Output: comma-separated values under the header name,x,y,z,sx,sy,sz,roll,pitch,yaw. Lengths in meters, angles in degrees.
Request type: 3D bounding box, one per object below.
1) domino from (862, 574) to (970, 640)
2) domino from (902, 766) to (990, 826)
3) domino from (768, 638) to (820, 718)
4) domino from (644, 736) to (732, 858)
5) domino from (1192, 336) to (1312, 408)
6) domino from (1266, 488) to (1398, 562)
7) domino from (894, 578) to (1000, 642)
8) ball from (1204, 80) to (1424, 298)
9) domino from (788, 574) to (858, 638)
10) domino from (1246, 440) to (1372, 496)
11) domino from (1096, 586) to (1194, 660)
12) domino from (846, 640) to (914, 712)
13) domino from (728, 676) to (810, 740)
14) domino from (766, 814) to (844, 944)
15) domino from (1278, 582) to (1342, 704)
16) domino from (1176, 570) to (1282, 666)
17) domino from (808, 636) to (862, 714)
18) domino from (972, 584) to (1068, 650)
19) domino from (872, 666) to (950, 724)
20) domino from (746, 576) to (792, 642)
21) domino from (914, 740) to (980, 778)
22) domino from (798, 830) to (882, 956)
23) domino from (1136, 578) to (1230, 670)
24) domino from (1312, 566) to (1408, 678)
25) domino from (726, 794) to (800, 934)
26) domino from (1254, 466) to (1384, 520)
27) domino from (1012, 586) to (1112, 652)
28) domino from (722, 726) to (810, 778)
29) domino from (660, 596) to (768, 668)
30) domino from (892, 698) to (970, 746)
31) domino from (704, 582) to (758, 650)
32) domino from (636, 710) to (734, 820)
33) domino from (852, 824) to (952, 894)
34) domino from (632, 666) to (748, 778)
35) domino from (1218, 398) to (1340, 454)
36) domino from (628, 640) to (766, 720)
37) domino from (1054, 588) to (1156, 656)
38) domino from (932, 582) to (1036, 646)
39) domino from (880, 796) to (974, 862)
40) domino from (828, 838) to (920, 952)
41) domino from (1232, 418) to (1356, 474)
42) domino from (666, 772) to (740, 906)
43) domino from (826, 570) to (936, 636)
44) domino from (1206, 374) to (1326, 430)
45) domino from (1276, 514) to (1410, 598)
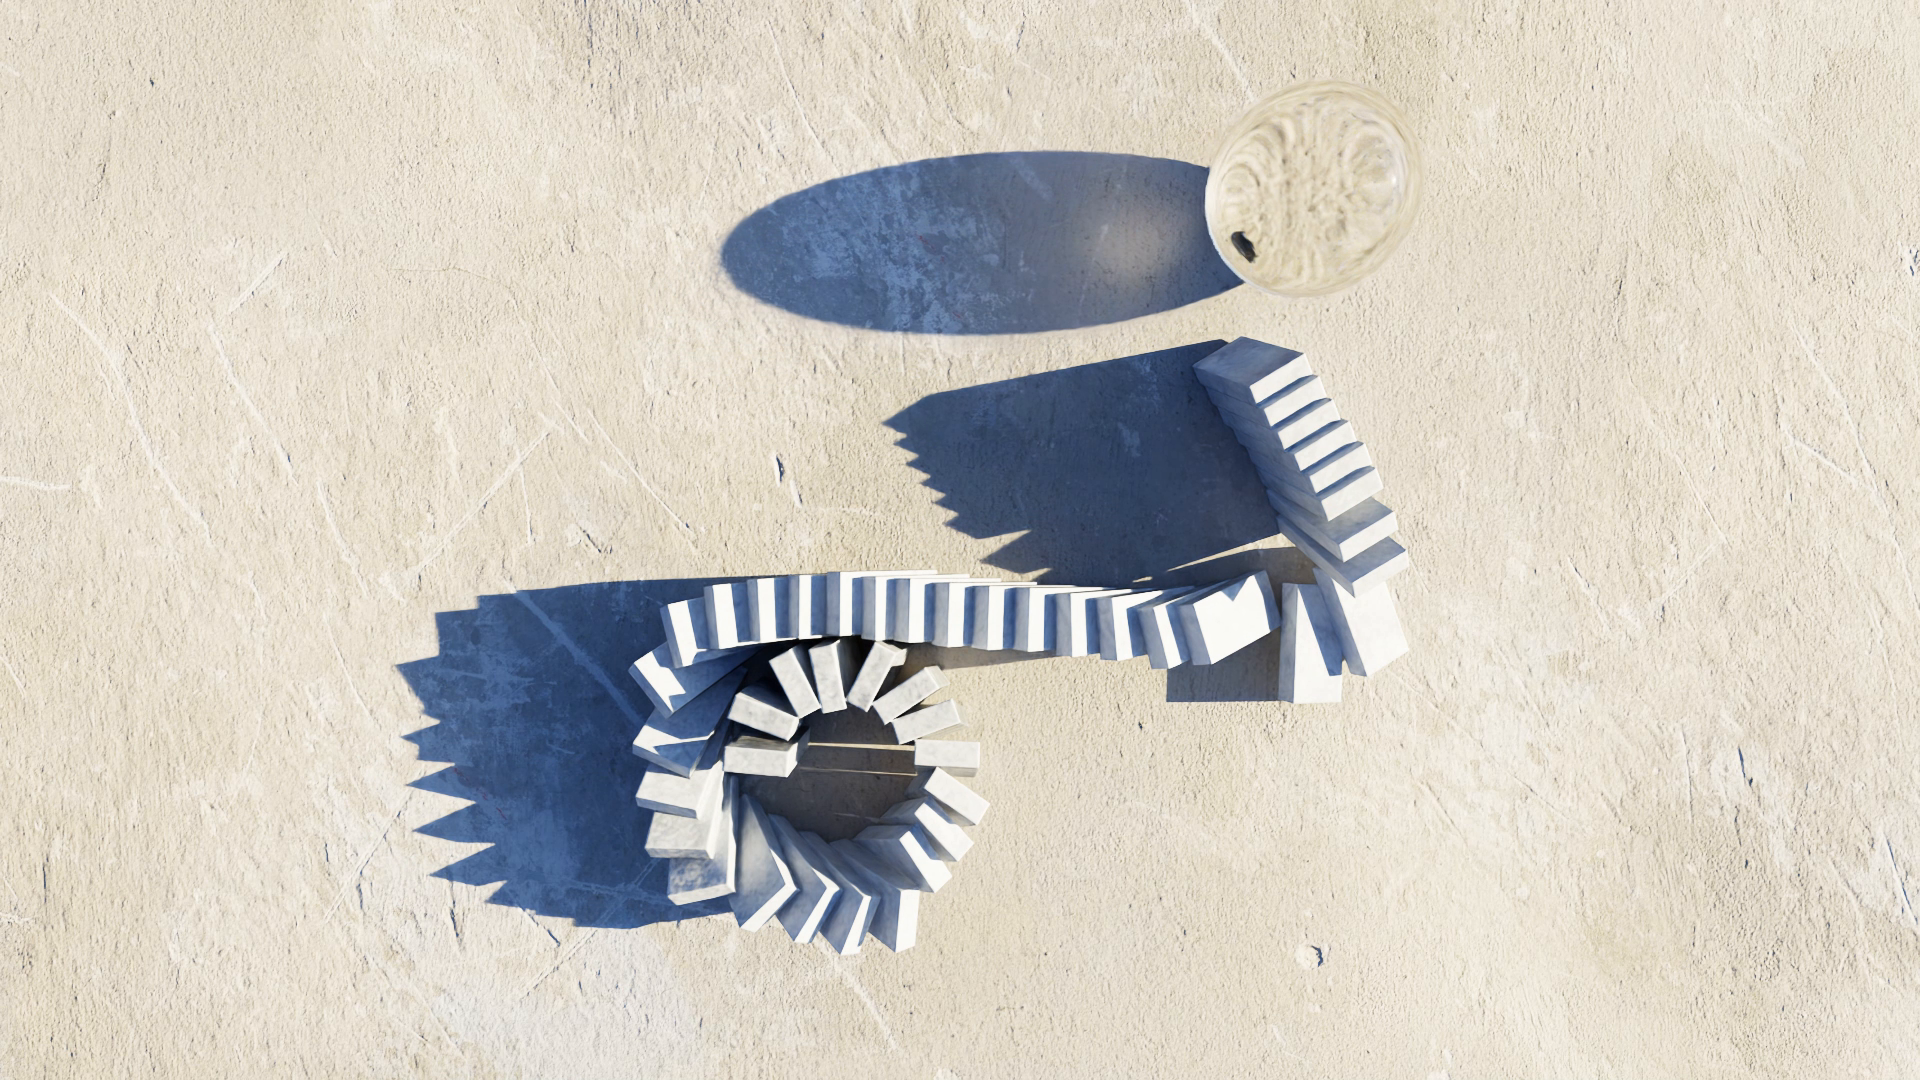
name,x,y,z,sx,sy,sz,roll,pitch,yaw
domino,-0.018,0.027,0.380,0.050,0.009,0.025,0,90,-42
domino,-0.007,0.106,0.375,0.025,0.050,0.010,35,68,0
domino,-0.063,0.055,0.375,0.010,0.050,0.025,-28,90,0
domino,-0.111,0.105,0.380,0.025,0.009,0.050,1,49,1
domino,0.118,-0.070,0.375,0.025,0.050,0.009,-31,113,0
domino,0.152,-0.013,0.376,0.025,0.050,0.010,-31,123,0
domino,-0.004,0.028,0.379,0.050,0.009,0.025,2,89,-42
ball,0.137,-0.136,0.360,0.080,0.080,0.080,0,90,0
domino,-0.047,0.027,0.381,0.050,0.010,0.025,1,90,-39
domino,0.141,-0.035,0.375,0.025,0.050,0.010,-31,113,0
domino,0.079,0.034,0.381,0.050,0.009,0.025,-5,90,-36
domino,-0.032,0.053,0.375,0.009,0.050,0.025,27,90,5
domino,-0.076,0.068,0.375,0.025,0.050,0.010,20,90,0
domino,-0.071,0.139,0.379,0.050,0.010,0.025,32,90,44
domino,0.150,0.044,0.391,0.025,0.009,0.050,2,90,-20
domino,0.113,0.032,0.381,0.050,0.010,0.025,-19,92,-36
domino,-0.049,0.053,0.375,0.009,0.050,0.025,-12,90,3
domino,0.027,0.031,0.380,0.050,0.010,0.025,2,90,-40
domino,-0.019,0.063,0.375,0.025,0.050,0.009,-34,82,0
domino,-0.063,0.027,0.381,0.050,0.009,0.025,-3,90,-39
domino,-0.005,0.090,0.375,0.025,0.050,0.010,3,71,0
domino,-0.055,0.145,0.378,0.010,0.050,0.025,19,94,-45
domino,0.097,0.034,0.381,0.050,0.009,0.025,-15,90,-36
domino,0.170,0.029,0.388,0.025,0.010,0.050,-26,99,-18
domino,-0.087,0.133,0.379,0.025,0.010,0.050,-43,45,0
domino,0.146,-0.026,0.375,0.025,0.050,0.010,-31,113,0
domino,0.044,0.032,0.381,0.050,0.010,0.025,2,90,-38
domino,-0.078,0.085,0.375,0.025,0.050,0.010,5,90,0
domino,-0.096,0.034,0.380,0.050,0.009,0.025,-13,86,-40
domino,-0.011,0.075,0.375,0.025,0.050,0.009,-20,76,0
domino,-0.080,0.029,0.380,0.050,0.009,0.025,-5,87,-39
domino,-0.112,0.088,0.380,0.025,0.009,0.050,12,50,0
domino,-0.025,0.130,0.376,0.009,0.050,0.025,-34,92,-33
domino,-0.111,0.070,0.380,0.025,0.010,0.050,24,49,0
domino,0.129,-0.052,0.375,0.025,0.050,0.009,-31,113,0
domino,-0.108,0.049,0.379,0.025,0.010,0.050,52,47,1
domino,0.061,0.033,0.381,0.050,0.010,0.025,-1,90,-37
domino,0.011,0.030,0.380,0.050,0.009,0.025,2,90,-42
domino,-0.015,0.119,0.376,0.025,0.050,0.009,48,62,0
domino,-0.037,0.145,0.377,0.009,0.050,0.025,0,98,-42
domino,0.135,-0.044,0.375,0.025,0.050,0.009,-31,113,0
domino,-0.106,0.122,0.379,0.025,0.010,0.050,-12,48,2
domino,-0.032,0.025,0.380,0.050,0.010,0.025,1,90,-42
domino,0.124,-0.061,0.375,0.025,0.050,0.010,-31,113,0
domino,0.156,0.000,0.378,0.025,0.050,0.009,-31,129,0
